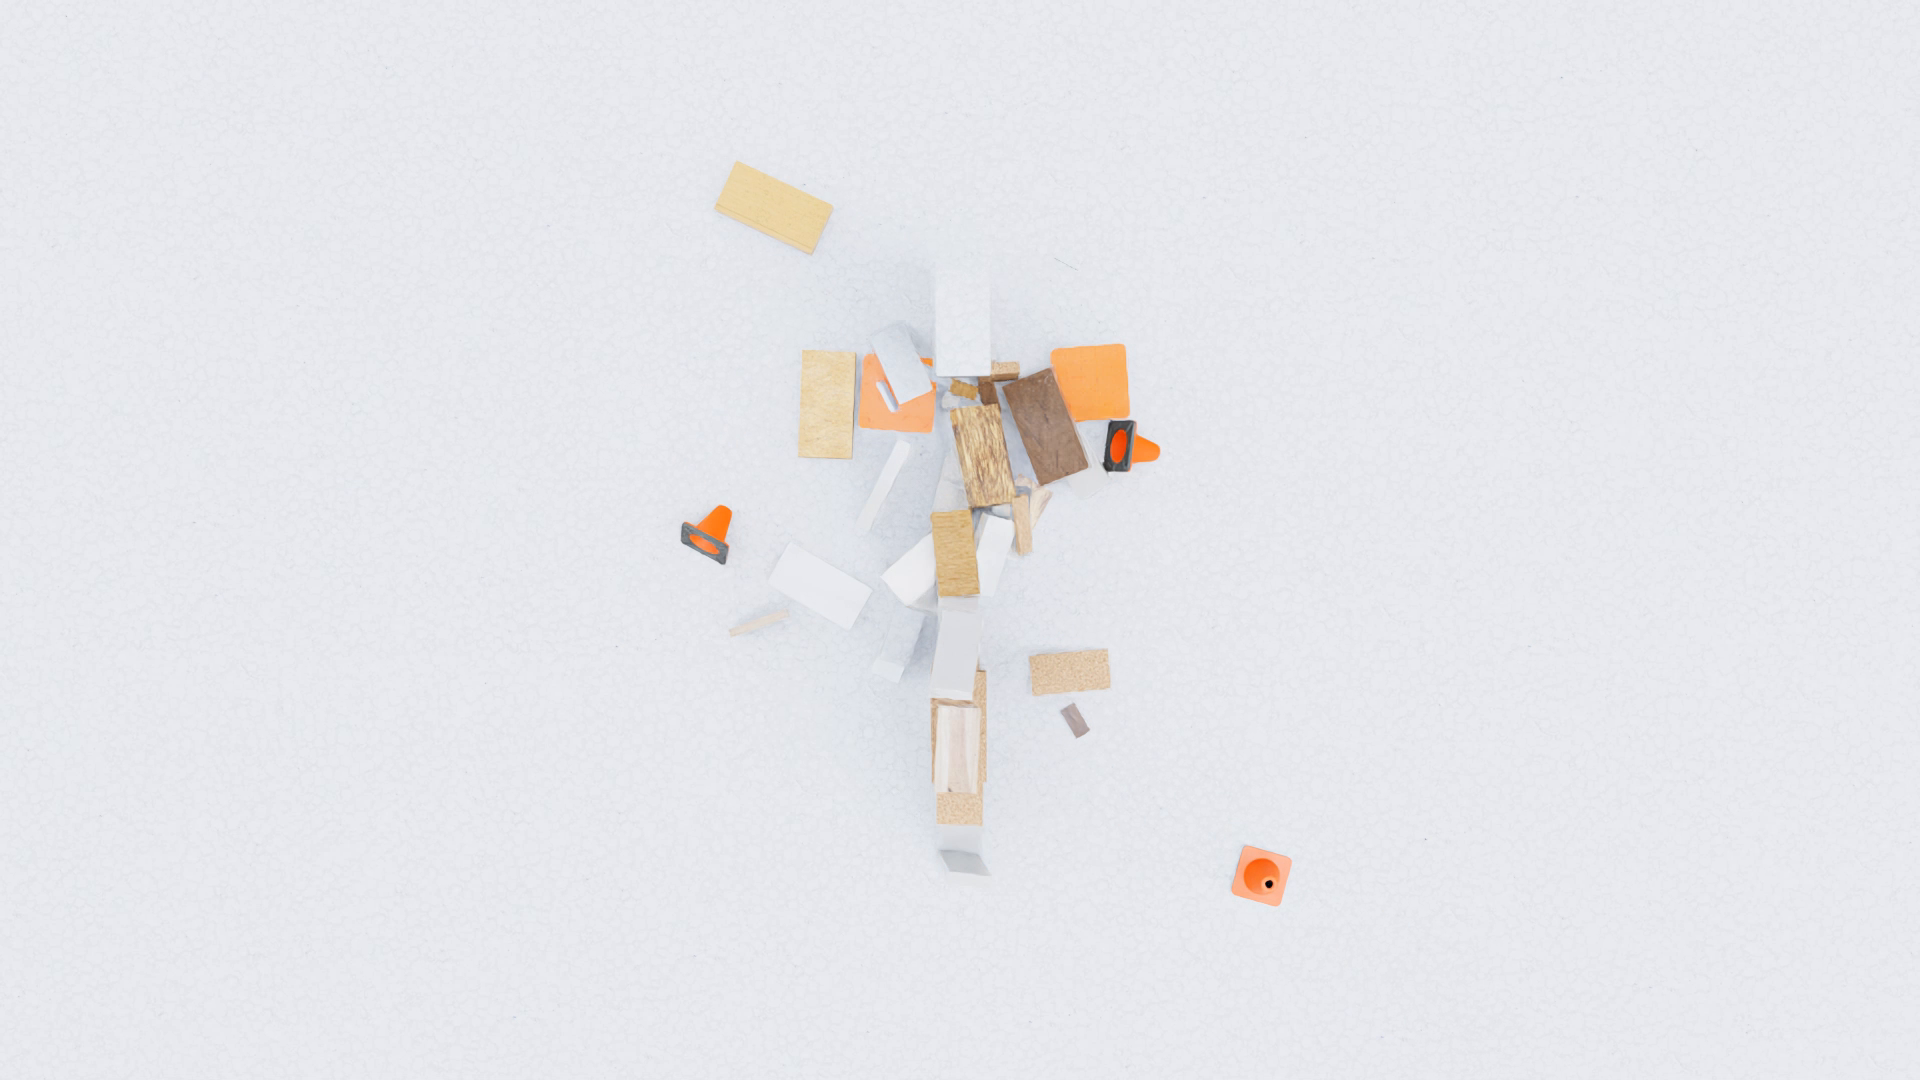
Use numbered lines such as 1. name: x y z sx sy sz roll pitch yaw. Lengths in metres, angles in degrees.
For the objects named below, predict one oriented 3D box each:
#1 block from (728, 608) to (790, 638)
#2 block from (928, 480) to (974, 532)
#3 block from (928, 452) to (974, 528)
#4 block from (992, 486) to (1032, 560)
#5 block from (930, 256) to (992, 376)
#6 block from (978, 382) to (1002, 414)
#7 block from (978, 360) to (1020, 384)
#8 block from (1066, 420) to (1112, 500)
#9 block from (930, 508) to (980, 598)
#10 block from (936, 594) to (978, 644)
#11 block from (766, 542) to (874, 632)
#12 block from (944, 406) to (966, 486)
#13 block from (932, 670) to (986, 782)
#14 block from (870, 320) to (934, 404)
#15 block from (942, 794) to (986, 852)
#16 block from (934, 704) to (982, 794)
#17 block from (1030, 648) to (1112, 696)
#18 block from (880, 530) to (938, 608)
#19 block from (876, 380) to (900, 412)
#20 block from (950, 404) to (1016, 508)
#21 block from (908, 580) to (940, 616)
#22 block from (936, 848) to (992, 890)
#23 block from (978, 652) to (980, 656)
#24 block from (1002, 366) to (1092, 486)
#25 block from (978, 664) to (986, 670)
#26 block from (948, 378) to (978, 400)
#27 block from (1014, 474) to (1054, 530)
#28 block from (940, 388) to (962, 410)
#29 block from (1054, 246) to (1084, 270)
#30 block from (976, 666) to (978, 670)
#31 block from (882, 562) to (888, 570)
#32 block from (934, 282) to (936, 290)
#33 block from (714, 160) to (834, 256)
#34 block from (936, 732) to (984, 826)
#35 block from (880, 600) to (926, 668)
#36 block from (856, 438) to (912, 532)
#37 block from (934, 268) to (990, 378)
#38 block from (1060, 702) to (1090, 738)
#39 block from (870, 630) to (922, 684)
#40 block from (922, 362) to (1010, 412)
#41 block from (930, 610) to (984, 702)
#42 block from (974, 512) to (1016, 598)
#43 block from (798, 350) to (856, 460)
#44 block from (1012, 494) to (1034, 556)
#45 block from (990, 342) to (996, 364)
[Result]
1. block: -0.661 0.273 5.451 0.198 0.099 0.028 -20 90 0
2. block: -0.027 -0.074 5.442 0.133 0.038 0.266 11 73 2
3. block: -0.010 -0.153 5.427 0.129 0.036 0.257 13 73 2
4. block: 0.163 -0.059 5.446 0.122 0.035 0.244 6 90 0
5. block: 0.002 -0.693 5.117 0.179 0.051 0.357 -2 90 0
6. block: 0.098 -0.467 5.457 0.054 0.015 0.109 -13 83 -7
7. block: 0.125 -0.546 5.371 0.129 0.257 0.036 -5 90 0
8. block: 0.387 -0.266 5.460 0.122 0.035 0.244 -33 87 16
9. block: -0.014 0.041 5.306 0.130 0.037 0.271 -6 92 7
10. block: -0.008 0.295 5.287 0.128 0.036 0.256 1 58 1
11. block: -0.464 0.154 5.478 0.317 0.045 0.158 30 90 0
12. block: 0.041 -0.304 5.437 0.129 0.036 0.257 14 71 2
13. block: -0.003 0.579 5.130 0.171 0.049 0.343 0 90 0
14. block: -0.192 -0.581 5.406 0.122 0.035 0.244 -24 104 2
15. block: 0.011 0.914 5.393 0.141 0.040 0.282 -1 131 0
16. block: -0.008 0.640 5.048 0.131 0.037 0.261 3 90 0
17. block: 0.366 0.439 5.482 0.261 0.037 0.131 -5 90 0
18. block: -0.117 0.079 5.352 0.266 0.038 0.133 -41 96 -3
19. block: -0.238 -0.472 5.423 0.015 0.054 0.109 -27 92 18
20. block: 0.077 -0.273 5.372 0.158 0.045 0.327 -8 83 -27
21. block: -0.072 0.116 5.426 0.133 0.038 0.266 15 70 9
22. block: 0.010 1.062 5.329 0.141 0.282 0.040 9 92 -9
23. block: -0.003 0.269 5.400 0.128 0.036 0.257 -1 48 0
24. block: 0.286 -0.373 5.432 0.176 0.050 0.353 -21 89 16
25. block: -0.003 0.455 5.327 0.171 0.343 0.049 -1 94 0
26. block: 0.013 -0.498 5.448 0.090 0.013 0.045 17 113 -7
27. block: 0.191 -0.075 5.482 0.130 0.037 0.260 30 90 0
28. block: -0.021 -0.484 5.492 0.054 0.015 0.109 27 90 0
29. block: 0.363 -0.939 5.494 0.090 0.013 0.045 28 90 0
30. block: -0.005 0.383 5.372 0.128 0.256 0.036 -1 106 0
31. block: -0.227 0.122 5.473 0.015 0.054 0.108 -28 90 3
32. block: 0.004 -0.730 4.939 0.153 0.306 0.043 -1 90 0
33. block: -0.616 -1.100 5.475 0.353 0.050 0.176 25 90 0
34. block: 0.001 0.735 5.086 0.141 0.040 0.282 1 90 0
35. block: -0.187 0.312 5.458 0.099 0.028 0.198 18 90 0
36. block: -0.250 -0.177 5.421 0.045 0.158 0.317 27 90 -1
37. block: 0.007 -0.625 4.764 0.153 0.043 0.306 -1 90 0
38. block: 0.384 0.602 5.492 0.054 0.015 0.108 -30 90 0
39. block: -0.212 0.366 5.486 0.099 0.028 0.198 24 90 0
40. block: -0.024 -0.522 5.461 0.429 0.013 0.045 21 87 -8
41. block: -0.009 0.357 5.136 0.130 0.360 0.037 5 129 4
42. block: 0.090 0.049 5.373 0.130 0.037 0.260 14 97 -40
43. block: -0.440 -0.449 5.475 0.176 0.050 0.353 2 90 0
44. block: 0.204 -0.050 5.389 0.054 0.015 0.196 -20 112 -34
45. block: 0.024 -0.592 5.321 0.179 0.357 0.051 2 90 0
